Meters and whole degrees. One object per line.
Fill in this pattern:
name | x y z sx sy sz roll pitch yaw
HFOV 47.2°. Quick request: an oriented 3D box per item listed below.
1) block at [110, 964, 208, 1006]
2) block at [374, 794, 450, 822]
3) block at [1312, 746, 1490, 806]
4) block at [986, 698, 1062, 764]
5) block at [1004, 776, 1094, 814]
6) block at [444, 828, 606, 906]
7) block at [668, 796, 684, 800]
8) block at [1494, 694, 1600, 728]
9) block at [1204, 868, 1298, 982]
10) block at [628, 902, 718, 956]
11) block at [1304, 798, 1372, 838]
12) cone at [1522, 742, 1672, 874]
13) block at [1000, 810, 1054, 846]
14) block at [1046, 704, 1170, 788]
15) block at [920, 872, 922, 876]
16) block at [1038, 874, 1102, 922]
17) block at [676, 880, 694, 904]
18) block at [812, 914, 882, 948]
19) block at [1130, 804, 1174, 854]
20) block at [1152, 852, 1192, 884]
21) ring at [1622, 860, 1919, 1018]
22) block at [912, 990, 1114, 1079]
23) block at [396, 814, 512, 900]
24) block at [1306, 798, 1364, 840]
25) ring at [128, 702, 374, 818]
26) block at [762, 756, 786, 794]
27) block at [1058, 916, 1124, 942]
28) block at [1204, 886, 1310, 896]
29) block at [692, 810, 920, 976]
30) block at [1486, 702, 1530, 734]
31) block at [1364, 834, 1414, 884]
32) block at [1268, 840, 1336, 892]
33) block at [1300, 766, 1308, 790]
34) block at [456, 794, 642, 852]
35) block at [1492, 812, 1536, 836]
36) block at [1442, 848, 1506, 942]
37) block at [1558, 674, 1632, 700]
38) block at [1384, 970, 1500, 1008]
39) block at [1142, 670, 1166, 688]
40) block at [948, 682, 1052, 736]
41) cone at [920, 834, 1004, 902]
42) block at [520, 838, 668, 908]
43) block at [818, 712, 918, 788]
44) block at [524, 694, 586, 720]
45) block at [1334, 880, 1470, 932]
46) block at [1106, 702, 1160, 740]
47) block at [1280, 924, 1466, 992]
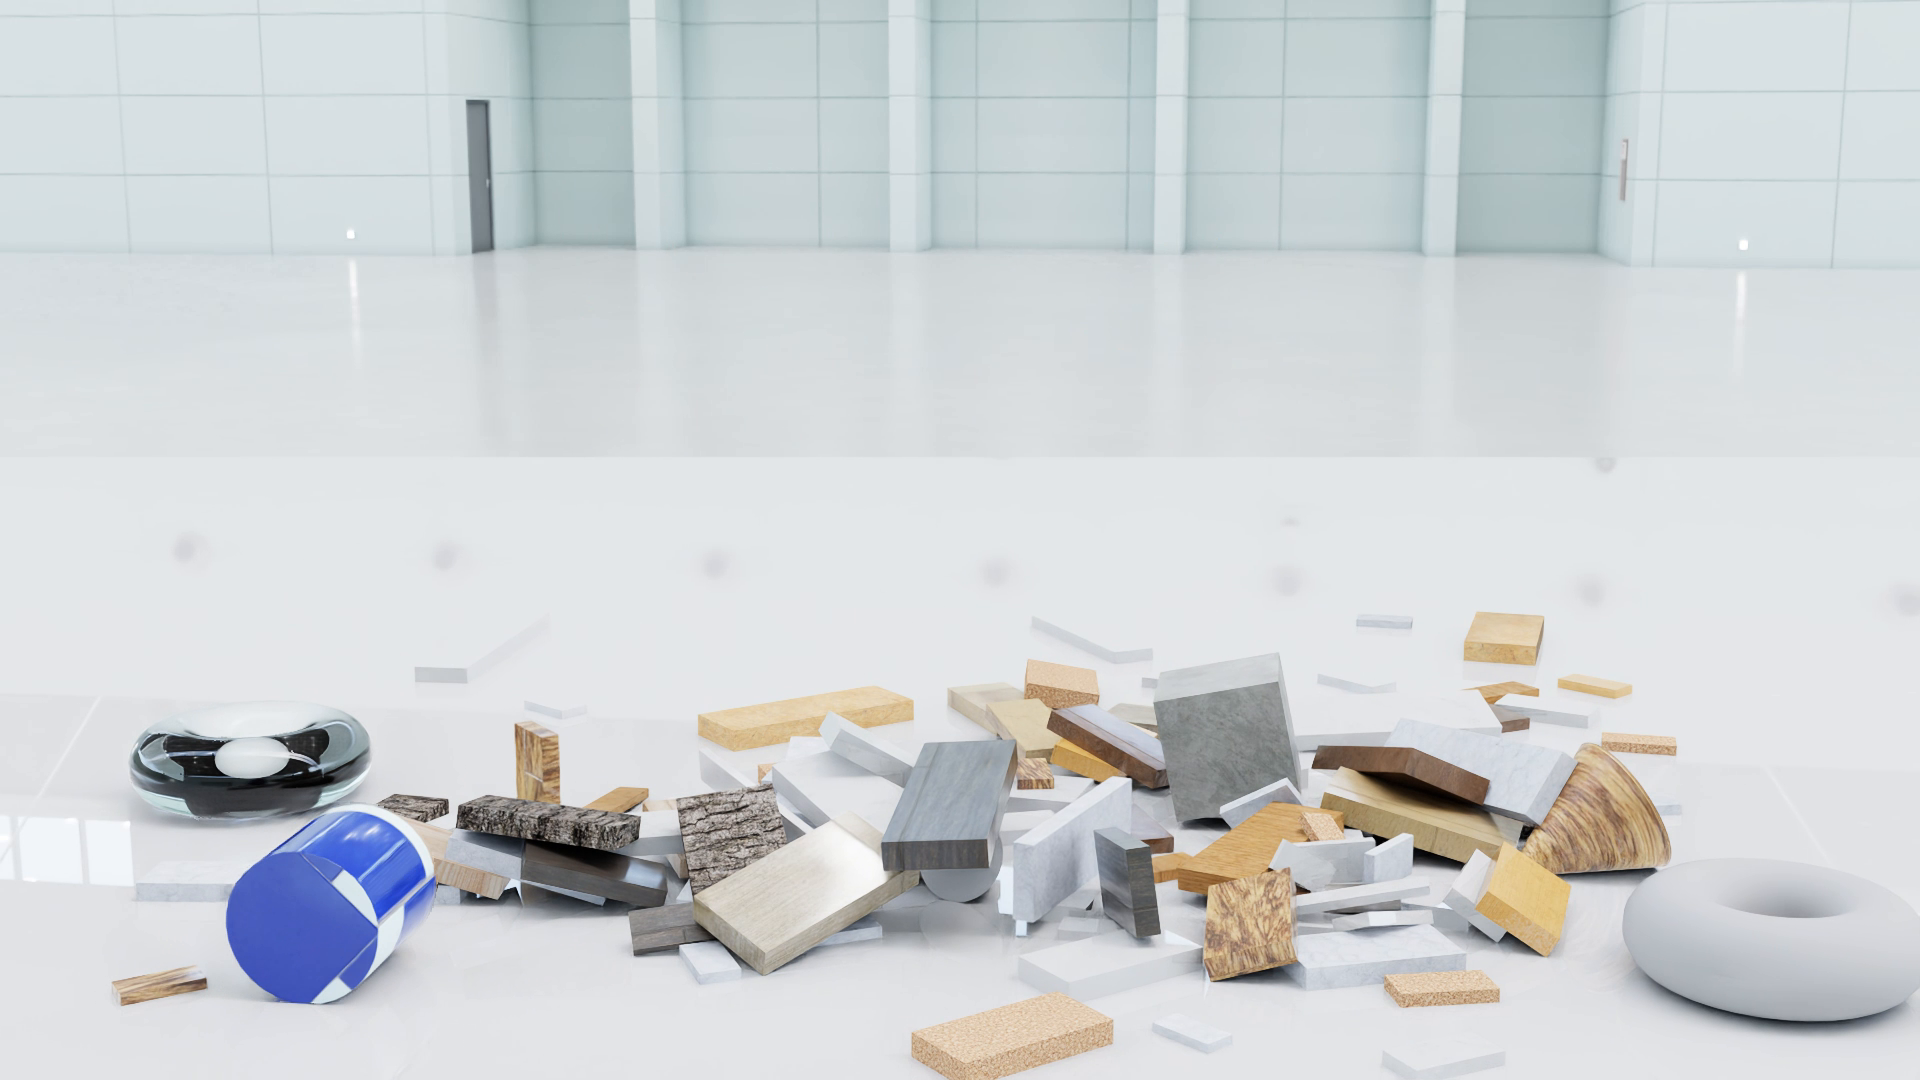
block | -1.185 0.658 3.253 0.122 0.017 0.061 -7 13 -33
block | -1.035 0.513 3.995 0.113 0.032 0.227 3 11 16
block | 0.798 0.428 4.012 0.167 0.047 0.335 23 -12 -17
block | 0.148 0.394 4.525 0.118 0.034 0.237 -4 21 -19
block | 0.080 0.479 4.143 0.314 0.044 0.157 3 11 17
block | -0.709 0.531 3.670 0.271 0.038 0.135 17 10 -2
block | -0.505 0.502 4.096 0.059 0.017 0.118 -3 11 -14
block | 1.274 0.371 4.771 0.203 0.029 0.102 6 12 30
block | 0.451 0.591 3.399 0.134 0.038 0.268 -16 12 12
block | -0.444 0.601 3.416 0.133 0.019 0.067 -7 56 -11
block | 0.685 0.510 4.029 0.088 0.025 0.176 -1 11 -8
cone | 1.037 0.515 3.768 0.246 0.246 0.246 -29 17 -9
block | 0.082 0.521 3.961 0.199 0.028 0.099 -3 11 -15
block | 0.318 0.403 4.328 0.274 0.039 0.137 27 20 36
block | -0.061 0.526 3.789 0.237 0.034 0.118 -14 27 -29
block | 0.186 0.583 3.627 0.099 0.028 0.199 4 11 19
block | -0.387 0.552 3.639 0.095 0.027 0.190 2 28 18
block | -0.194 0.617 3.475 0.127 0.018 0.063 -4 11 -22
block | 0.301 0.522 3.958 0.102 0.029 0.203 -3 11 -15
block | 0.343 0.563 3.762 0.139 0.020 0.069 -6 12 -28
ring | 1.213 0.590 3.279 0.434 0.145 0.434 0 9 0
block | 0.073 0.688 3.040 0.254 0.036 0.127 -7 13 -35
block | -0.880 0.520 3.662 0.271 0.038 0.135 17 10 -2
block | 0.642 0.513 3.879 0.116 0.033 0.232 -5 14 3
ring | -1.353 0.416 4.203 0.448 0.149 0.448 1 9 0
block | -0.283 0.441 4.178 0.126 0.036 0.251 2 11 11
block | 0.219 0.618 3.474 0.122 0.017 0.061 2 11 11
block | 0.474 0.578 3.653 0.102 0.029 0.203 -7 13 -34
block | -0.237 0.549 3.451 0.165 0.047 0.330 31 39 34
block | 1.133 0.379 4.736 0.088 0.025 0.176 -5 12 -26
block | 0.705 0.532 3.616 0.019 0.067 0.134 8 13 38
block | 0.560 0.537 3.595 0.103 0.052 0.015 31 -8 -14
block | 0.537 0.447 4.329 0.139 0.039 0.278 -7 13 -35
block | -0.679 0.467 3.642 0.271 0.038 0.135 7 2 8
block | 1.014 0.497 3.965 0.151 0.021 0.076 7 39 -4
block | 0.850 0.572 3.547 0.105 0.030 0.210 36 22 14
block | 1.444 0.332 5.001 0.073 0.021 0.146 -10 14 -43
block | 0.708 0.660 3.235 0.149 0.021 0.075 -1 11 -8
block | 0.508 0.325 5.034 0.164 0.023 0.082 5 11 23
block | 0.089 0.365 4.773 0.139 0.039 0.278 -4 11 -22
cone | 0.031 0.547 3.715 0.151 0.151 0.151 5 -15 25
block | -0.598 0.542 3.595 0.234 0.033 0.117 15 11 -13
block | -0.109 0.410 3.974 0.295 0.042 0.148 30 2 -14
block | -0.888 0.366 4.823 0.133 0.019 0.067 9 14 41
block | 0.723 0.588 3.591 0.232 0.033 0.116 4 11 23
block | 0.442 0.392 4.626 0.278 0.039 0.139 5 12 24
block | 0.621 0.633 3.339 0.257 0.036 0.129 -3 11 -14
